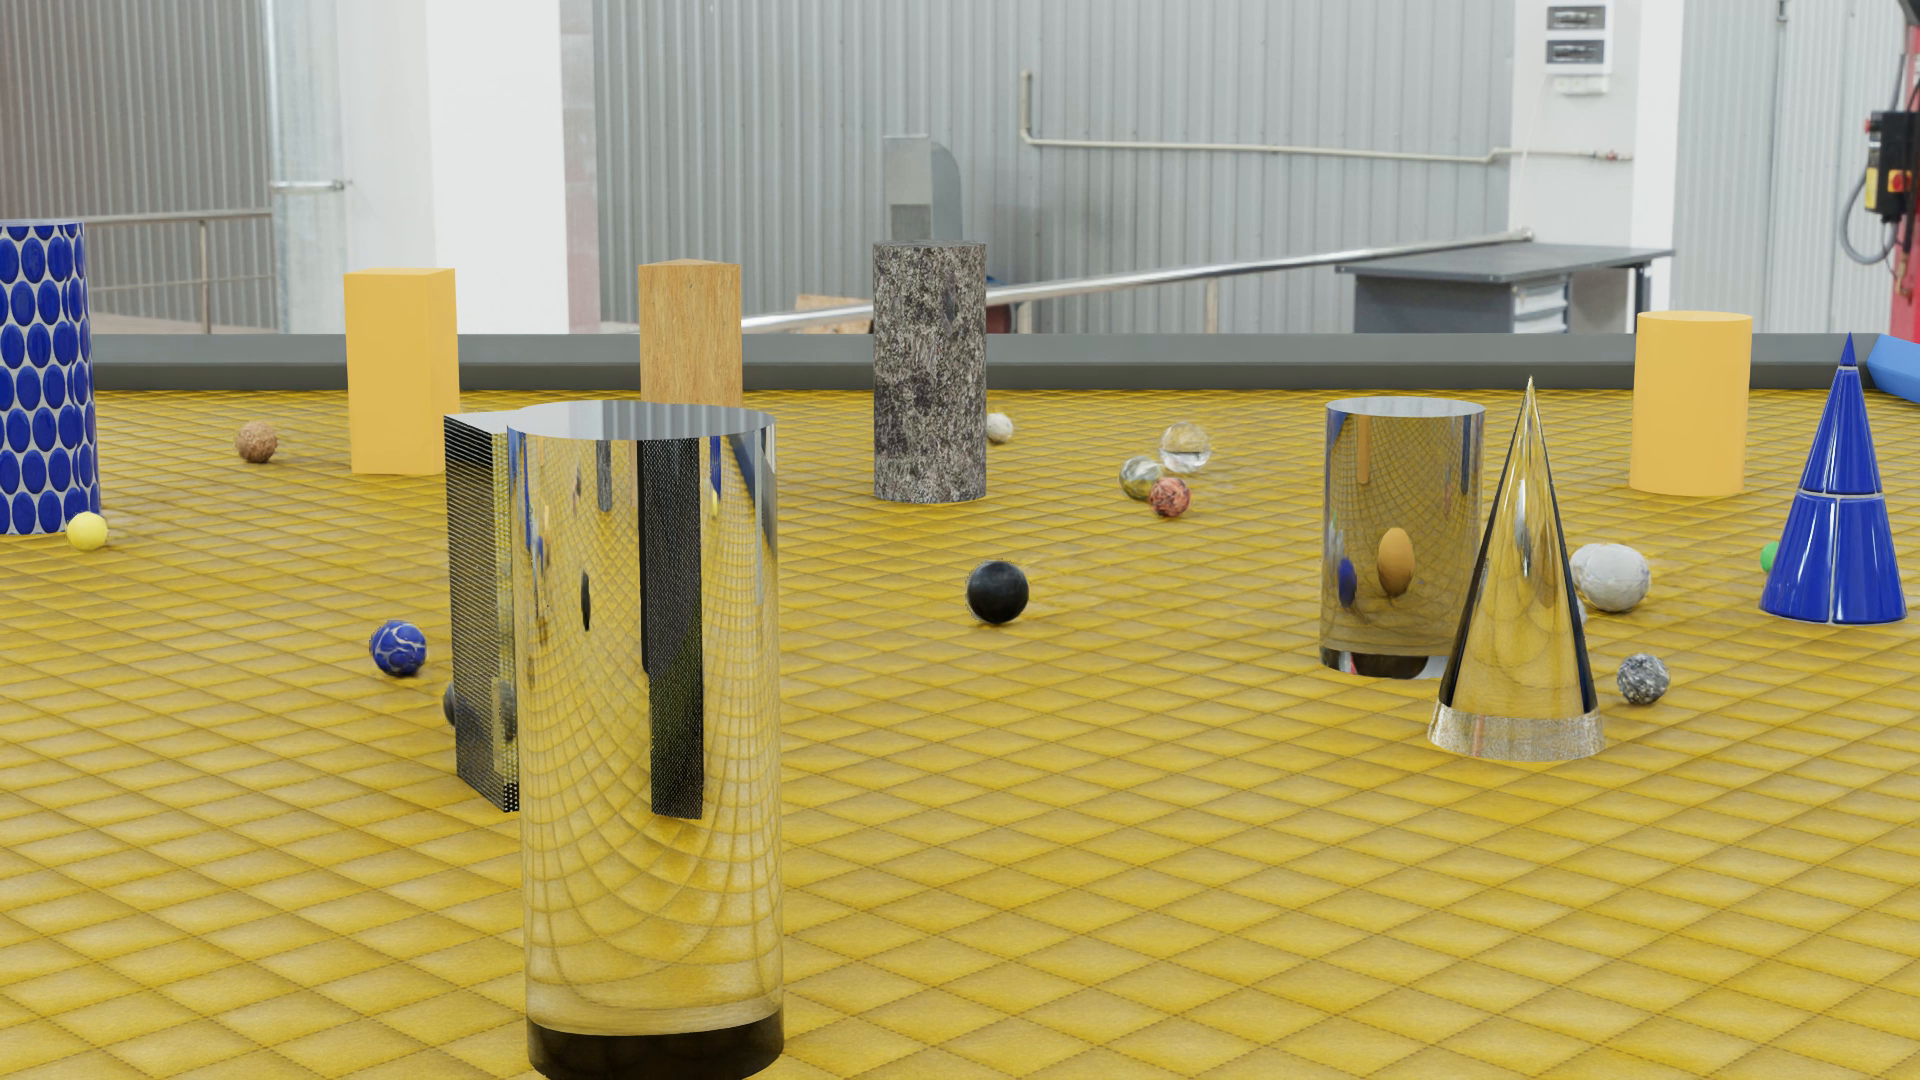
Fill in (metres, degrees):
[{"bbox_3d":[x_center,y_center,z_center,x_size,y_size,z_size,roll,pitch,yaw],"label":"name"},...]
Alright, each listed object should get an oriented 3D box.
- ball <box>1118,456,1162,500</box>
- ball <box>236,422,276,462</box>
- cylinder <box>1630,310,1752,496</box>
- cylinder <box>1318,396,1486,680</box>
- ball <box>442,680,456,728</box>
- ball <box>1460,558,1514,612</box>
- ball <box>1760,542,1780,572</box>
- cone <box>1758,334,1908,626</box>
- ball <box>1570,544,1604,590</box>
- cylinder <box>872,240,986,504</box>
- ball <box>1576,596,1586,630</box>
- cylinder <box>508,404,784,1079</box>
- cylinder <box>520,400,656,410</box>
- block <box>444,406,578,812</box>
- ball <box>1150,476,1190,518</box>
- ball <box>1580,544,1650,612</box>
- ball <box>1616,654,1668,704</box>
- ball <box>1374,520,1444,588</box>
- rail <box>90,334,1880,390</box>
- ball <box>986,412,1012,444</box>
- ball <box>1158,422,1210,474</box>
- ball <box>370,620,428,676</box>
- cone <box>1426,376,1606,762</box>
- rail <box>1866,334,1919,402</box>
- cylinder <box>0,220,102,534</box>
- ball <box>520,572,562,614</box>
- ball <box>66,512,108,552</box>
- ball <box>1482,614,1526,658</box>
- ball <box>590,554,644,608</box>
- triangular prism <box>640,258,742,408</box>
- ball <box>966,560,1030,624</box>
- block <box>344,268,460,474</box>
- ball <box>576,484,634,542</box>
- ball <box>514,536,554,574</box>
[{"bbox_3d":[0.305,-0.105,4.331,0.073,0.073,0.073,0,11,0],"label":"ball"},{"bbox_3d":[-1.299,-0.181,4.736,0.074,0.074,0.074,0,11,0],"label":"ball"},{"bbox_3d":[1.263,-0.239,4.437,0.192,0.298,0.192,0,11,0],"label":"cylinder"},{"bbox_3d":[0.540,-0.006,3.137,0.192,0.316,0.192,0,11,0],"label":"cylinder"},{"bbox_3d":[-0.529,0.179,2.809,0.072,0.072,0.072,0,11,0],"label":"ball"},{"bbox_3d":[0.707,0.061,3.447,0.071,0.071,0.071,0,11,0],"label":"ball"},{"bbox_3d":[1.176,0.027,3.688,0.050,0.050,0.050,0,11,0],"label":"ball"},{"bbox_3d":[1.175,-0.091,3.421,0.192,0.379,0.192,0,11,0],"label":"cone"},{"bbox_3d":[0.882,0.039,3.566,0.070,0.070,0.070,0,11,0],"label":"ball"},{"bbox_3d":[-0.051,-0.289,4.351,0.192,0.428,0.192,0,11,0],"label":"cylinder"},{"bbox_3d":[0.746,0.097,3.225,0.080,0.080,0.080,0,11,0],"label":"ball"},{"bbox_3d":[-0.228,0.147,1.883,0.192,0.473,0.192,0,11,0],"label":"cylinder"},{"bbox_3d":[-0.451,-0.012,3.201,0.192,0.303,0.192,0,11,0],"label":"cylinder"},{"bbox_3d":[-0.417,0.064,2.592,0.153,0.376,0.153,-6,12,-28],"label":"block"},{"bbox_3d":[0.340,-0.069,4.158,0.067,0.067,0.067,0,11,0],"label":"ball"},{"bbox_3d":[0.878,0.051,3.440,0.092,0.092,0.092,0,11,0],"label":"ball"},{"bbox_3d":[0.785,0.160,2.950,0.058,0.058,0.058,0,11,0],"label":"ball"},{"bbox_3d":[0.630,0.020,3.599,0.096,0.096,0.096,0,11,0],"label":"ball"},{"bbox_3d":[-0.014,-0.398,5.761,4.183,0.125,0.045,0,11,0],"label":"rail"},{"bbox_3d":[0.072,-0.217,4.971,0.060,0.060,0.060,0,11,0],"label":"ball"},{"bbox_3d":[0.402,-0.165,4.600,0.093,0.093,0.093,0,11,0],"label":"ball"},{"bbox_3d":[-0.674,0.130,3.085,0.067,0.067,0.067,0,11,0],"label":"ball"},{"bbox_3d":[0.607,0.020,2.765,0.192,0.400,0.192,0,11,0],"label":"cone"},{"bbox_3d":[2.068,0.030,3.461,0.045,0.125,4.751,0,11,0],"label":"rail"},{"bbox_3d":[-1.474,-0.262,4.064,0.192,0.479,0.192,0,11,0],"label":"cylinder"},{"bbox_3d":[-0.559,0.071,3.430,0.057,0.057,0.057,0,11,0],"label":"ball"},{"bbox_3d":[-1.318,-0.013,3.874,0.059,0.059,0.059,0,11,0],"label":"ball"},{"bbox_3d":[0.675,0.119,3.183,0.053,0.053,0.053,0,11,0],"label":"ball"},{"bbox_3d":[-0.464,0.055,3.475,0.073,0.073,0.073,0,11,0],"label":"ball"},{"bbox_3d":[-0.460,-0.276,4.368,0.166,0.395,0.144,-2,11,-8],"label":"triangular prism"},{"bbox_3d":[0.050,0.068,3.372,0.083,0.083,0.083,0,11,0],"label":"ball"},{"bbox_3d":[-1.008,-0.308,4.648,0.153,0.357,0.153,1,11,8],"label":"block"},{"bbox_3d":[-0.545,-0.041,3.944,0.089,0.089,0.089,0,11,0],"label":"ball"},{"bbox_3d":[-0.612,0.022,3.691,0.058,0.058,0.058,0,11,0],"label":"ball"}]
